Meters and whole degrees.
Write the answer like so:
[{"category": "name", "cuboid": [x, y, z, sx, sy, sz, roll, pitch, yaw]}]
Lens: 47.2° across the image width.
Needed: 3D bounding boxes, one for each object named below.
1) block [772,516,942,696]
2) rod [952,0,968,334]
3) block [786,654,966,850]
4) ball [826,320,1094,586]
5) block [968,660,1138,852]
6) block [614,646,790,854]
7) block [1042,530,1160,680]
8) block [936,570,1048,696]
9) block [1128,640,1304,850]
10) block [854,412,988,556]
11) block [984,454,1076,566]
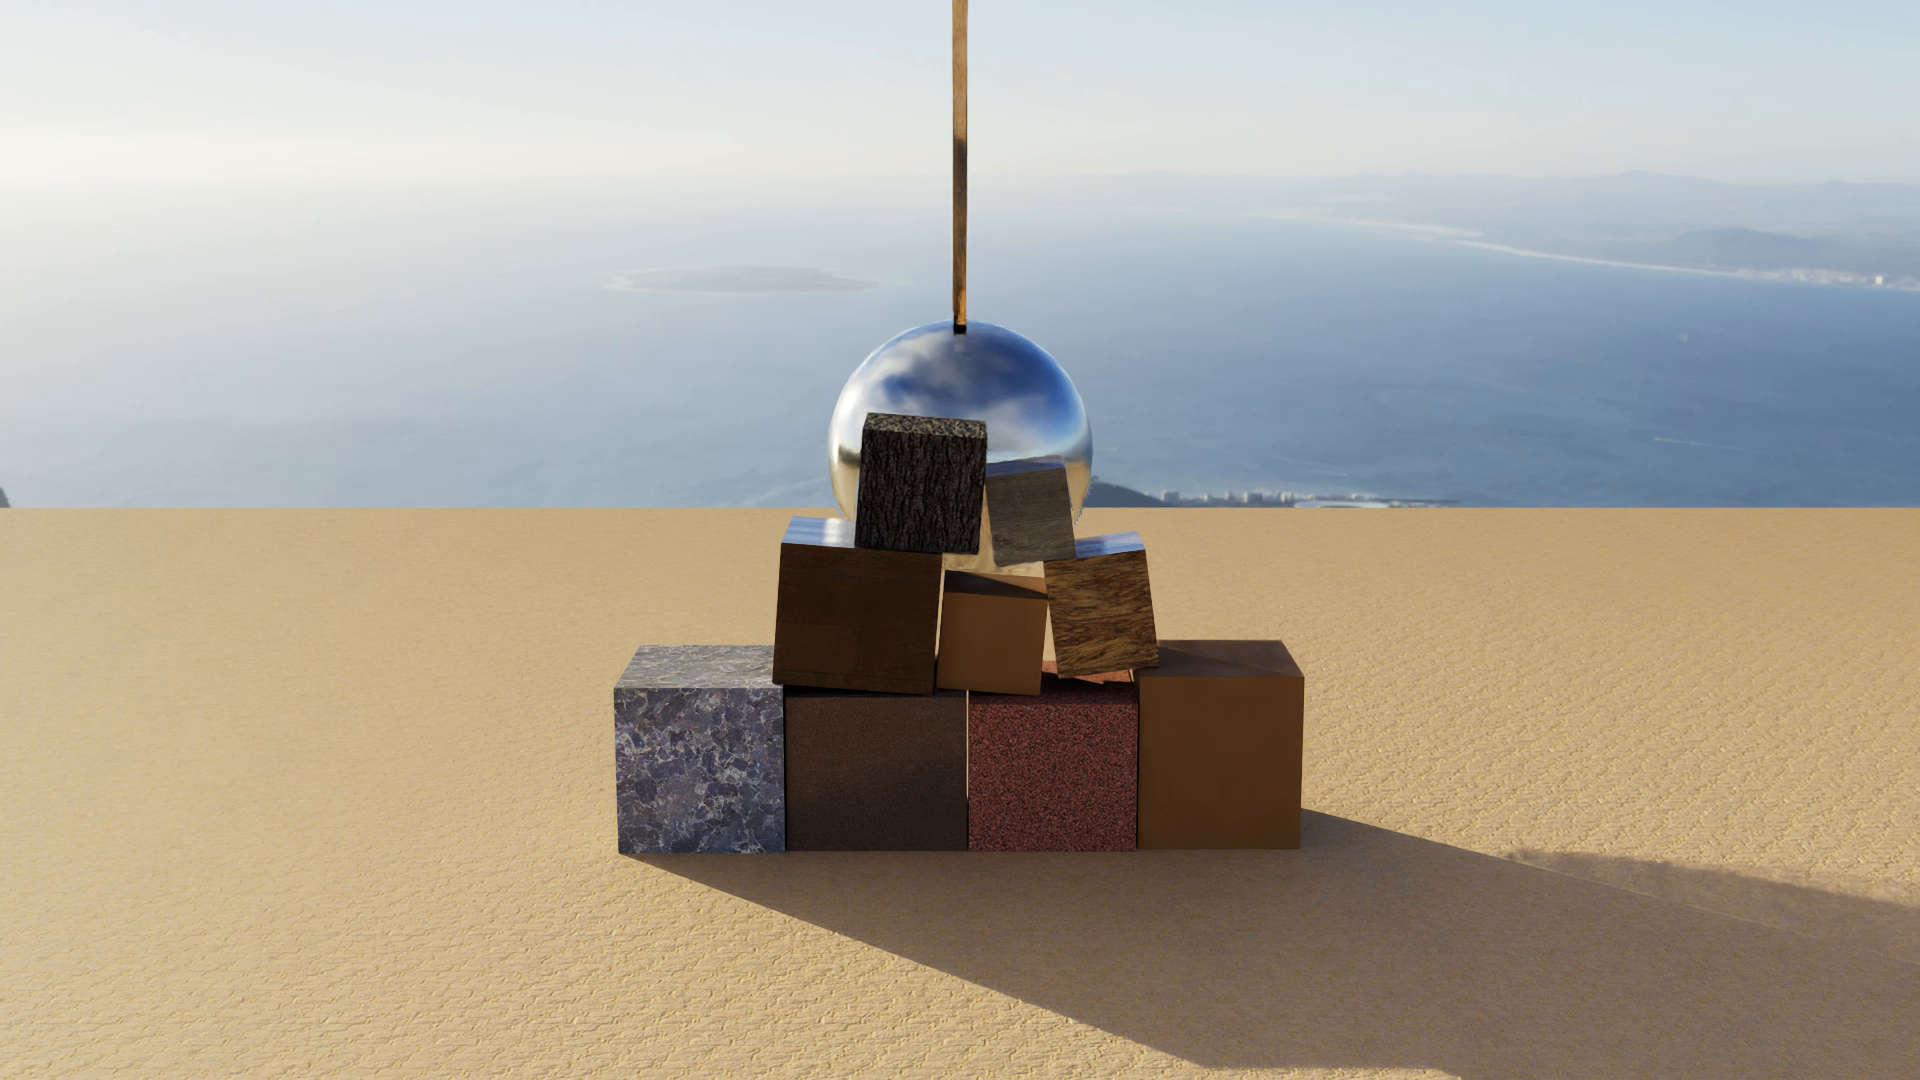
[{"category": "block", "cuboid": [-0.508, 0.322, 11.221, 0.795, 0.711, 0.777, 4, 10, -1]}, {"category": "rod", "cuboid": [0.000, -3.452, 11.466, 0.080, 5.200, 0.080, 0, 31, 0]}, {"category": "block", "cuboid": [-0.414, 1.085, 11.390, 0.897, 0.790, 0.926, 0, 10, 0]}, {"category": "ball", "cuboid": [0.000, -0.523, 13.194, 1.600, 1.600, 1.600, 0, 10, 0]}, {"category": "block", "cuboid": [0.462, 1.102, 11.384, 0.836, 0.759, 0.932, 0, 10, 0]}, {"category": "block", "cuboid": [-1.289, 1.062, 11.356, 0.832, 0.848, 0.939, 0, 10, 0]}, {"category": "block", "cuboid": [0.708, 0.325, 11.248, 0.512, 0.600, 0.527, -8, 10, 1]}, {"category": "block", "cuboid": [0.160, 0.468, 11.249, 0.520, 0.493, 0.572, 5, 10, -1]}, {"category": "block", "cuboid": [1.297, 1.041, 11.352, 0.815, 0.891, 0.816, 0, 10, 0]}, {"category": "block", "cuboid": [-0.194, -0.294, 11.121, 0.614, 0.582, 0.684, 4, 10, -1]}, {"category": "block", "cuboid": [0.349, -0.154, 11.170, 0.407, 0.456, 0.464, -7, 10, 1]}]
